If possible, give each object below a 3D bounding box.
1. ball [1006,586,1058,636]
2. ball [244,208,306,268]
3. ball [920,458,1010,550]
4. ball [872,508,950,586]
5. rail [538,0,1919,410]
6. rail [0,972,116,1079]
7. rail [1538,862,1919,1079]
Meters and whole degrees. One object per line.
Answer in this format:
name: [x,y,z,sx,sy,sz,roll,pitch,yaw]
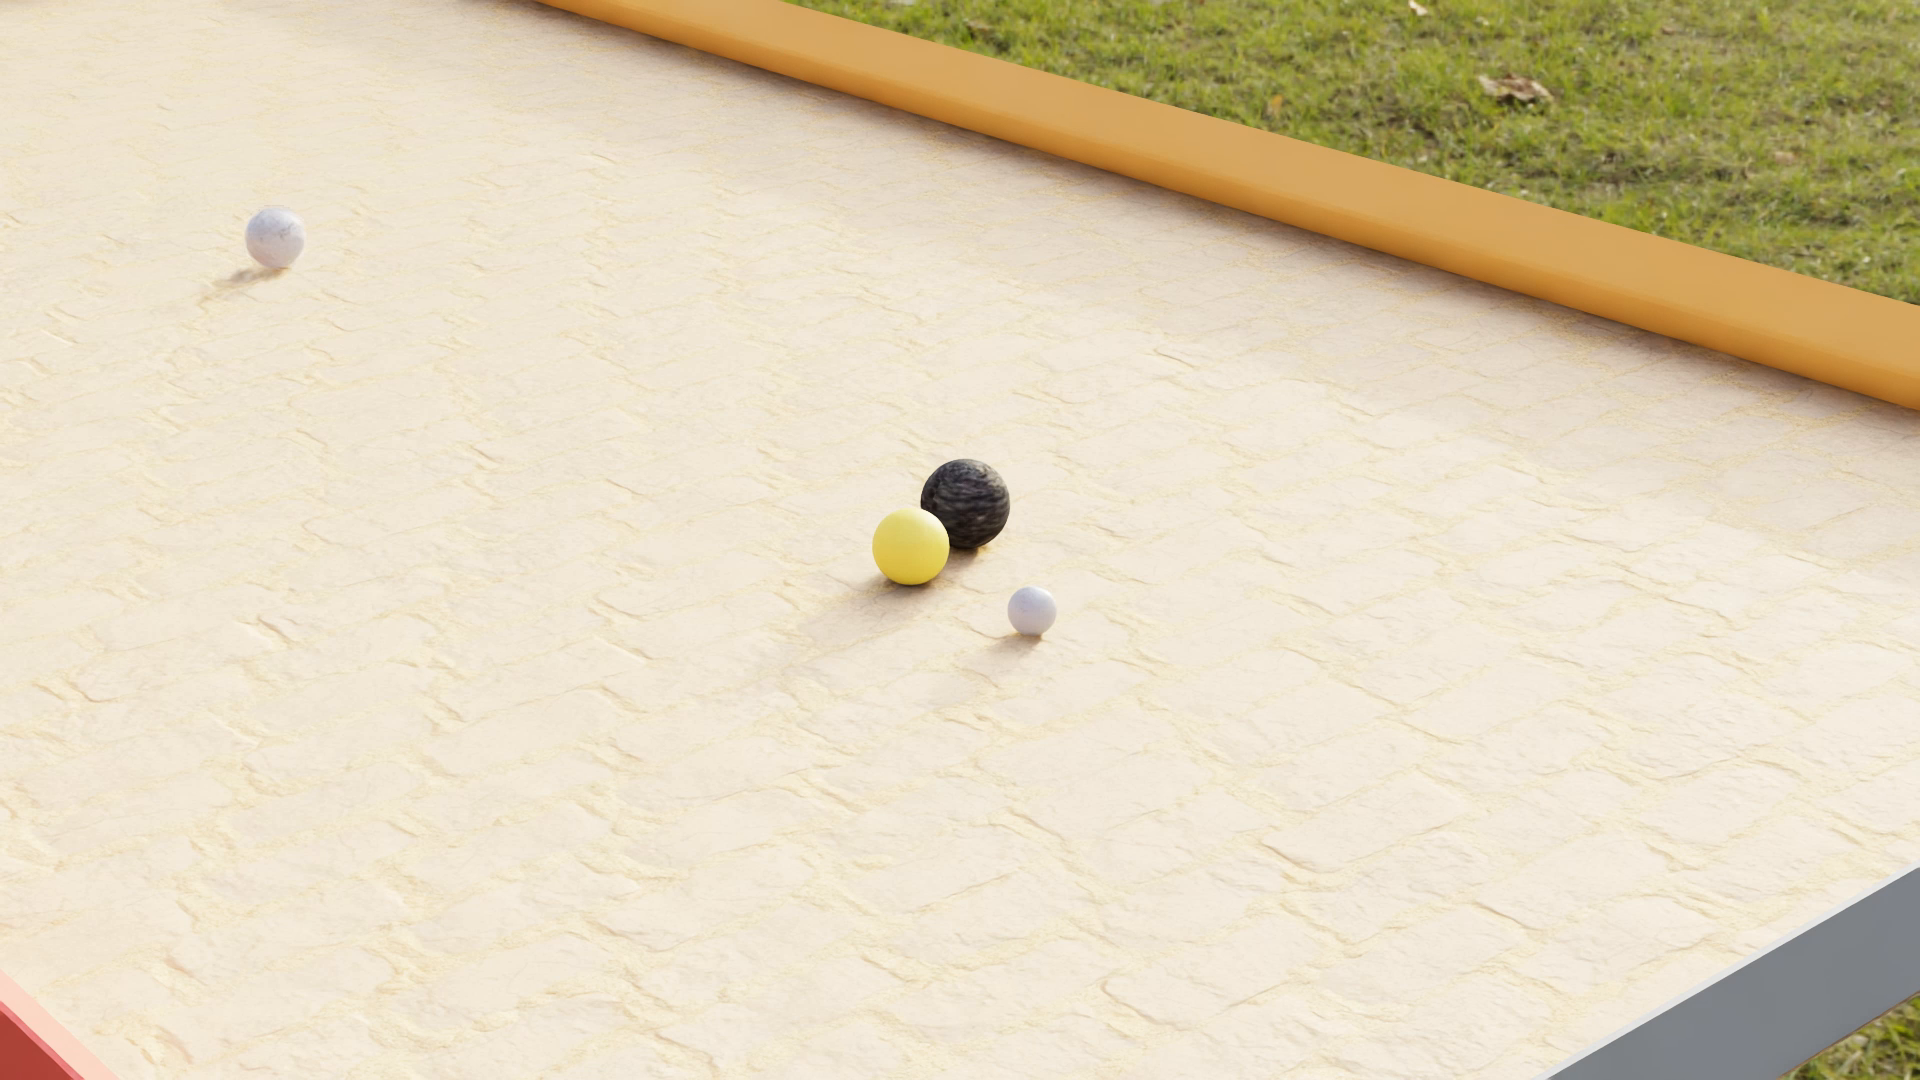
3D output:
ball: [0.057,0.056,2.315,0.040,0.040,0.040,0,23,0]
ball: [-0.745,-0.329,3.201,0.066,0.066,0.066,0,23,0]
ball: [0.004,-0.030,2.474,0.076,0.076,0.076,0,23,0]
ball: [-0.040,0.005,2.405,0.063,0.063,0.063,0,23,0]
rail: [0.119,-0.511,3.592,0.045,0.099,3.553,-18,29,-37]
rail: [-1.280,-0.045,2.477,0.045,0.099,3.553,-18,29,-37]
rail: [0.565,0.233,1.810,1.895,0.099,0.045,-18,29,-37]
